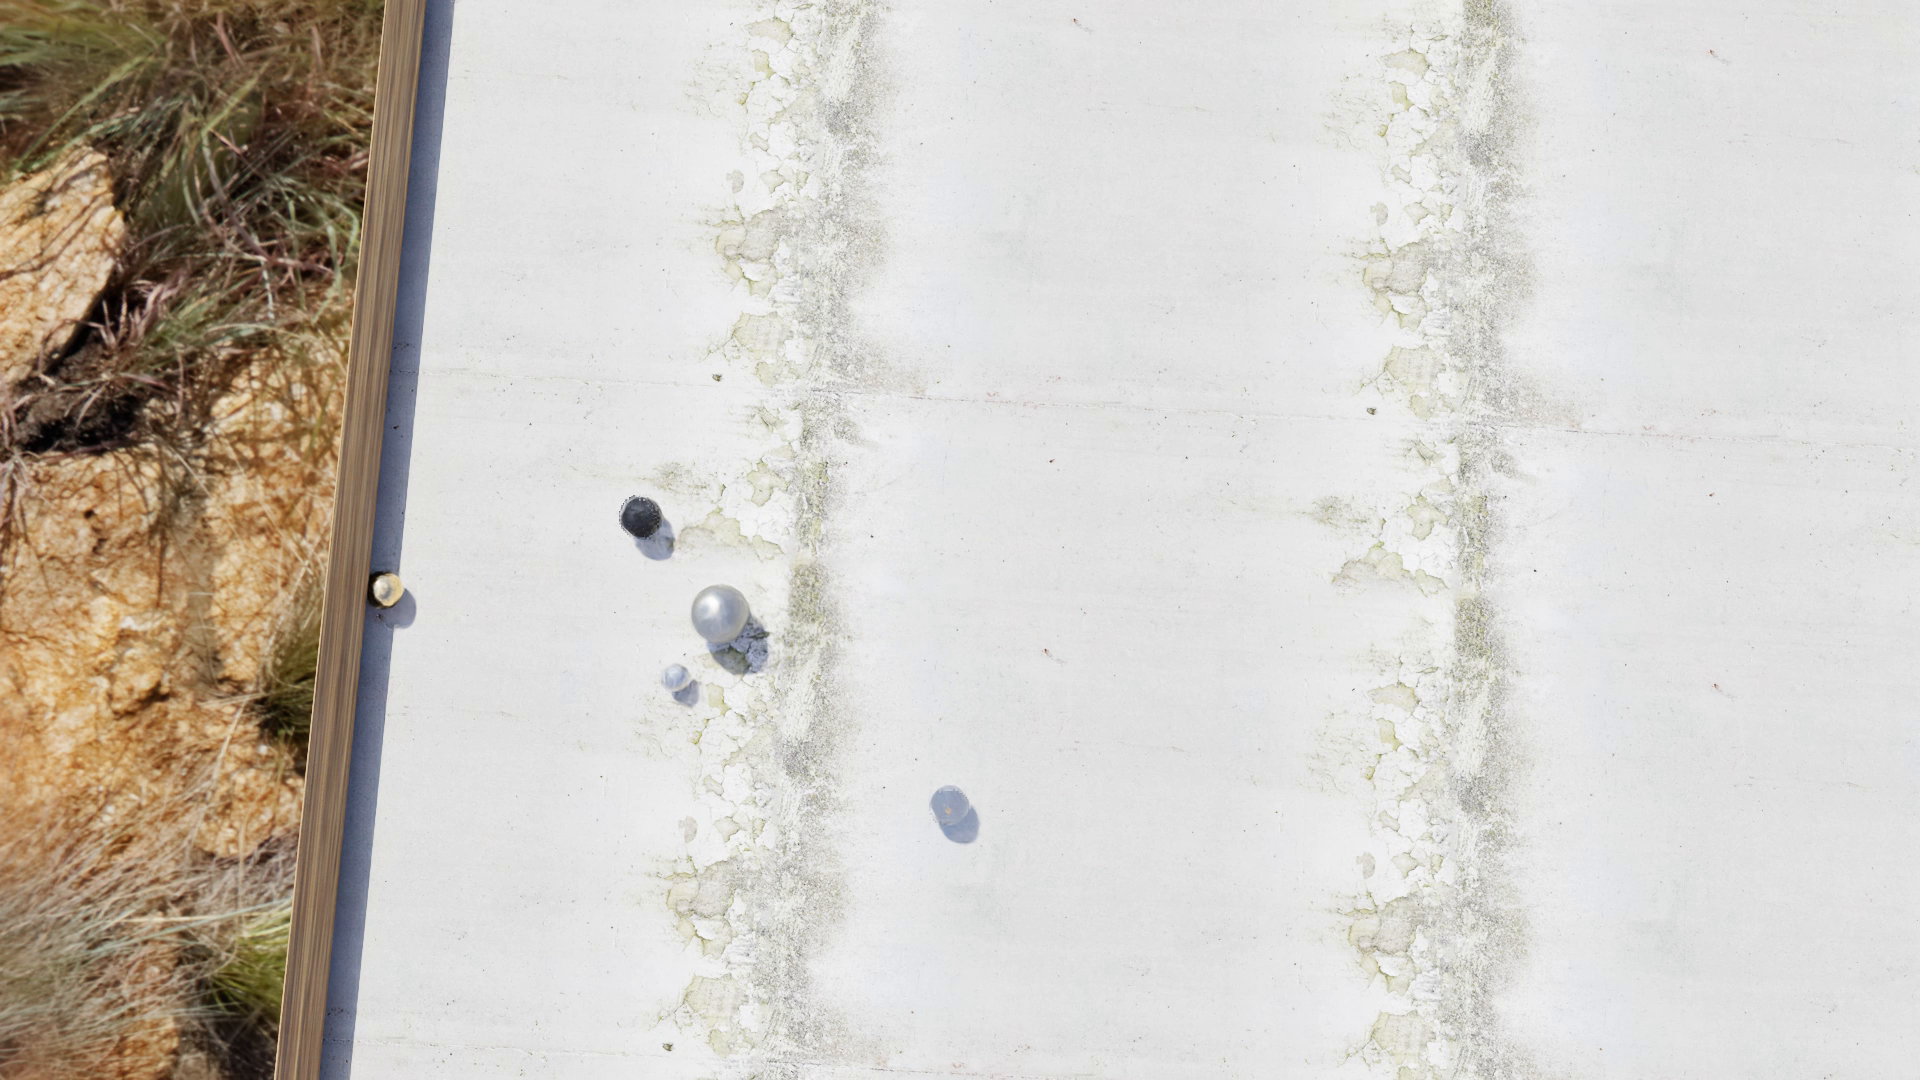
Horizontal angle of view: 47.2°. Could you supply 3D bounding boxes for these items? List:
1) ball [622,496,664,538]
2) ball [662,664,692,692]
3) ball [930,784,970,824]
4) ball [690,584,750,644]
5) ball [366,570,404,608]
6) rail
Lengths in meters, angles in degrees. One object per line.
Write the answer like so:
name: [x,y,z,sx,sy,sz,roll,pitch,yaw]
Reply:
ball: [-0.476,-0.034,3.293,0.061,0.061,0.061,0,80,0]
ball: [-0.420,0.204,3.261,0.042,0.042,0.042,0,80,0]
ball: [-0.015,0.388,3.221,0.058,0.058,0.058,0,80,0]
ball: [-0.354,0.109,3.255,0.088,0.088,0.088,0,80,0]
ball: [-0.859,0.074,3.276,0.057,0.057,0.057,0,80,0]
rail: [-0.891,-0.051,3.268,0.045,0.114,2.082,3,80,1]
